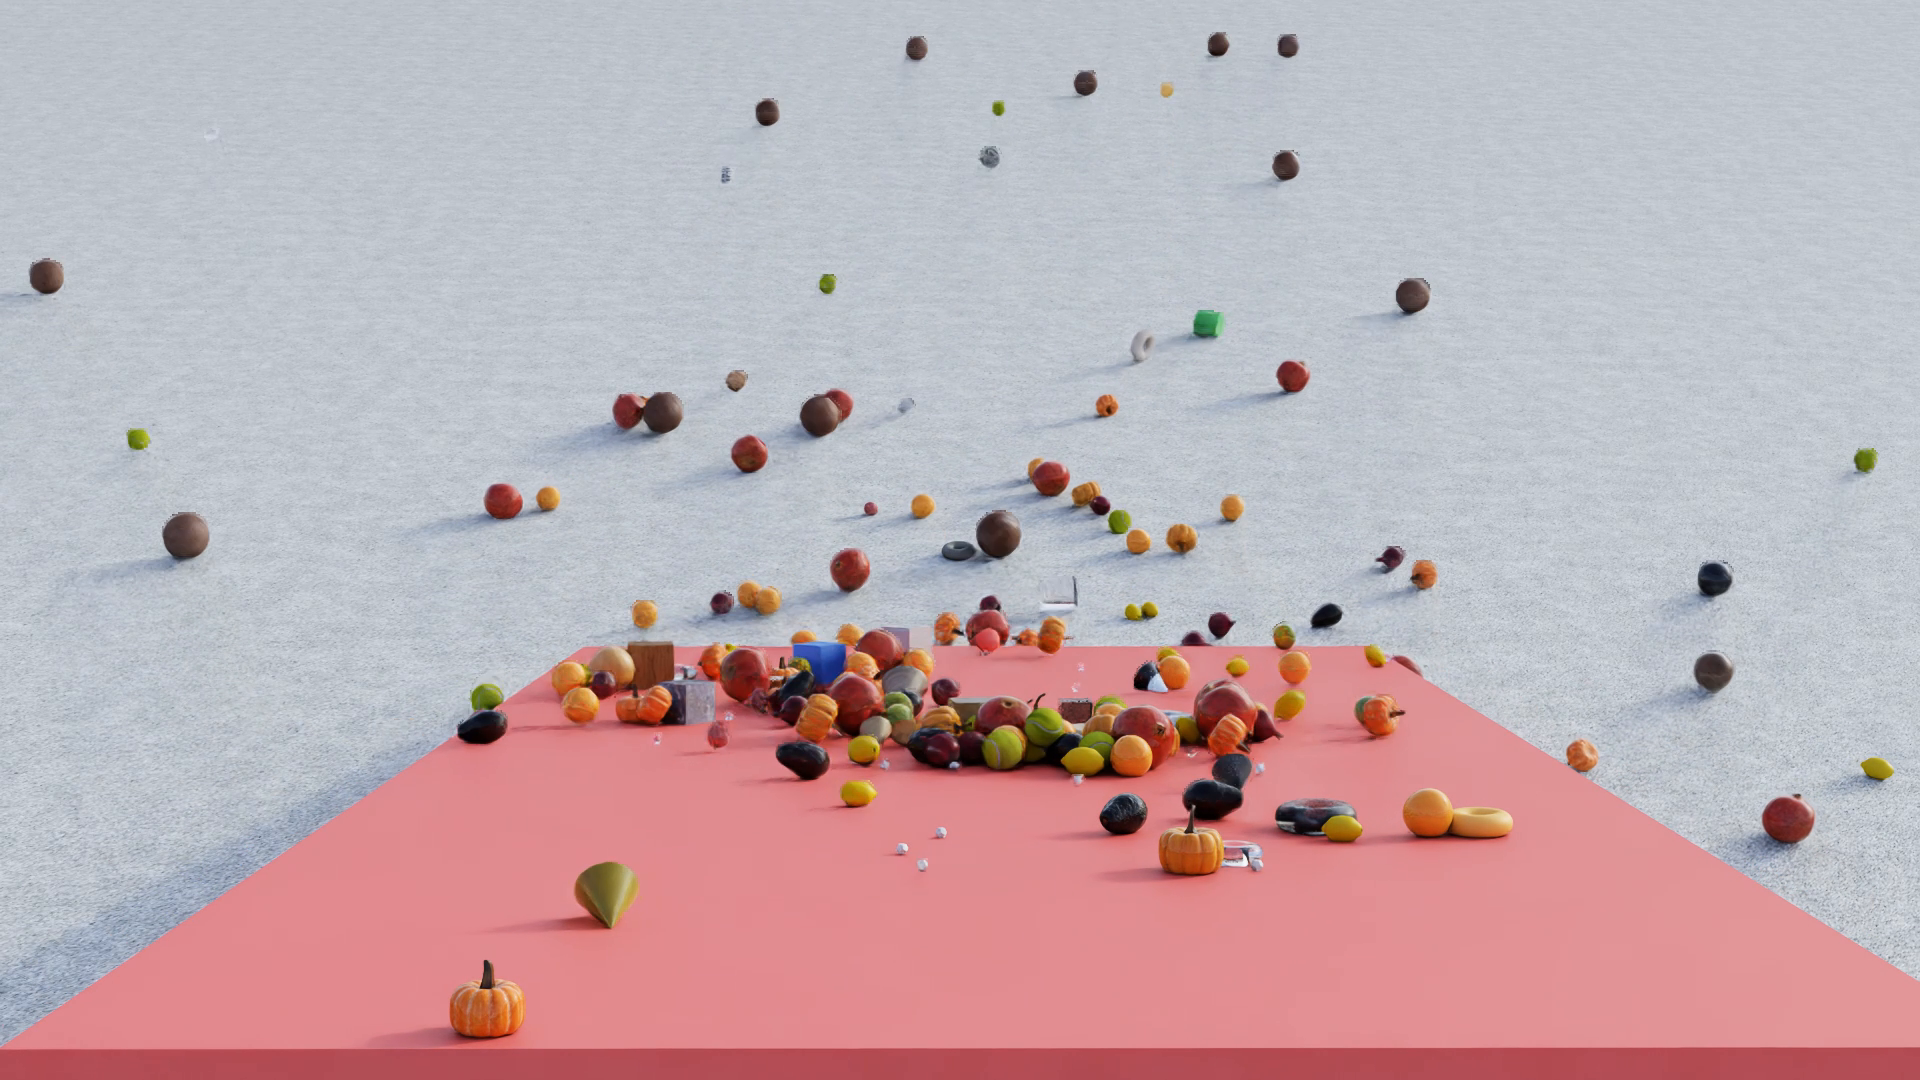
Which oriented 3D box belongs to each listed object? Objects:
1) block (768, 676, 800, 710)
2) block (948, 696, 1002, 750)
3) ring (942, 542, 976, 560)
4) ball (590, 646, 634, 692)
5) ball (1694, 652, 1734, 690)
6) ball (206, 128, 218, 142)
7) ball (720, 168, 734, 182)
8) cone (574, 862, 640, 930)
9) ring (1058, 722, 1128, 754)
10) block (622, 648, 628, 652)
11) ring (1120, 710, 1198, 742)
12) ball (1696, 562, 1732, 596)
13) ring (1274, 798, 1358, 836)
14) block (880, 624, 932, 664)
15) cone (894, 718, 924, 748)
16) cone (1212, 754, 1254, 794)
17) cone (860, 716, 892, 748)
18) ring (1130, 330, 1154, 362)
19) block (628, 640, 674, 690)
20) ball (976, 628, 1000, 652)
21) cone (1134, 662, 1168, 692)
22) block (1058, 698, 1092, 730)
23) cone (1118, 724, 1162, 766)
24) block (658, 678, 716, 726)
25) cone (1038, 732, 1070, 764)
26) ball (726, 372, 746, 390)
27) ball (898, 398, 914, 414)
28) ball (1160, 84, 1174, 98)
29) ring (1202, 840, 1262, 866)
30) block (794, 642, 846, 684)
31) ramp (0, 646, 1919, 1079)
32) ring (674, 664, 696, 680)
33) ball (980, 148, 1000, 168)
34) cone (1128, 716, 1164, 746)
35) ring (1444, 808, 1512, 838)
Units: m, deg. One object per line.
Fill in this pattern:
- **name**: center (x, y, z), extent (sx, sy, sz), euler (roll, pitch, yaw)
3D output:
- **block**: center (-0.360, 0.313, 5.263), extent (0.061, 0.061, 0.061), euler (0, 3, -8)
- **block**: center (0.027, 0.334, 4.697), extent (0.084, 0.084, 0.084), euler (-1, 3, -11)
- **ring**: center (-0.005, 0.030, 7.388), extent (0.097, 0.032, 0.097), euler (-1, 21, 0)
- **ball**: center (-0.751, 0.279, 5.545), extent (0.098, 0.098, 0.098), euler (0, 21, 0)
- **ball**: center (1.905, 0.332, 6.495), extent (0.097, 0.097, 0.097), euler (0, 21, 0)
- **ball**: center (-3.715, -2.011, 12.756), extent (0.065, 0.065, 0.065), euler (0, 21, 0)
- **ball**: center (-1.081, -1.698, 11.928), extent (0.062, 0.062, 0.062), euler (0, 21, 0)
- **cone**: center (-0.427, 0.449, 3.127), extent (0.080, 0.080, 0.080), euler (-4, 31, -10)
- **ring**: center (0.240, 0.358, 4.622), extent (0.136, 0.045, 0.136), euler (-1, 4, 0)
- **block**: center (-0.711, 0.279, 5.716), extent (0.076, 0.076, 0.076), euler (-1, 3, -8)
- **ring**: center (0.371, 0.346, 4.798), extent (0.145, 0.048, 0.145), euler (1, 3, 0)
- **ball**: center (2.084, 0.107, 7.093), extent (0.096, 0.096, 0.096), euler (0, 21, 0)
- **ring**: center (0.525, 0.408, 3.790), extent (0.122, 0.041, 0.122), euler (-1, 4, 0)
- **block**: center (-0.129, 0.249, 6.149), extent (0.086, 0.086, 0.086), euler (2, 4, 37)
- **cone**: center (-0.090, 0.365, 4.677), extent (0.056, 0.056, 0.056), euler (-3, 42, -9)
- **cone**: center (0.446, 0.392, 4.154), extent (0.067, 0.067, 0.067), euler (-1, 30, -3)
- **cone**: center (-0.151, 0.363, 4.688), extent (0.060, 0.060, 0.060), euler (-3, 31, -8)
- **ring**: center (0.653, -0.696, 9.193), extent (0.039, 0.118, 0.118), euler (24, 30, 33)
- **block**: center (-0.677, 0.274, 5.635), extent (0.096, 0.096, 0.096), euler (-1, 3, -9)
- **ball**: center (0.069, 0.249, 6.365), extent (0.060, 0.060, 0.060), euler (0, 21, 0)
- **cone**: center (0.424, 0.311, 5.540), extent (0.072, 0.072, 0.072), euler (-19, 43, -41)
- **block**: center (0.219, 0.335, 4.888), extent (0.060, 0.060, 0.060), euler (0, 3, -3)
- **cone**: center (0.328, 0.372, 4.469), extent (0.077, 0.077, 0.077), euler (-13, 37, -31)
- **block**: center (-0.536, 0.317, 5.038), extent (0.078, 0.078, 0.078), euler (3, 4, 40)
- **cone**: center (0.162, 0.375, 4.490), extent (0.058, 0.058, 0.058), euler (2, 33, 7)
- **ball**: center (-0.773, -0.549, 8.872), extent (0.069, 0.069, 0.069), euler (0, 21, 0)
- **ball**: center (-0.183, -0.449, 8.632), extent (0.051, 0.051, 0.051), euler (0, 21, 0)
- **ball**: center (1.113, -2.417, 13.826), extent (0.070, 0.070, 0.070), euler (0, 21, 0)
- **ring**: center (0.374, 0.430, 3.524), extent (0.083, 0.028, 0.083), euler (0, 2, 0)
- **block**: center (-0.314, 0.274, 5.747), extent (0.084, 0.084, 0.084), euler (3, 4, 39)
- **ramp**: center (0.048, 0.436, 4.532), extent (2.000, 0.100, 4.000), euler (0, 3, 0)
- **ring**: center (-0.638, 0.298, 5.782), extent (0.093, 0.031, 0.093), euler (1, 2, 0)
- **ball**: center (0.141, -1.811, 12.181), extent (0.096, 0.096, 0.096), euler (0, 21, 0)
- **cone**: center (0.324, 0.365, 4.617), extent (0.069, 0.069, 0.069), euler (7, 32, 19)
- **ring**: center (0.758, 0.413, 3.760), extent (0.101, 0.034, 0.101), euler (-1, 4, 0)
